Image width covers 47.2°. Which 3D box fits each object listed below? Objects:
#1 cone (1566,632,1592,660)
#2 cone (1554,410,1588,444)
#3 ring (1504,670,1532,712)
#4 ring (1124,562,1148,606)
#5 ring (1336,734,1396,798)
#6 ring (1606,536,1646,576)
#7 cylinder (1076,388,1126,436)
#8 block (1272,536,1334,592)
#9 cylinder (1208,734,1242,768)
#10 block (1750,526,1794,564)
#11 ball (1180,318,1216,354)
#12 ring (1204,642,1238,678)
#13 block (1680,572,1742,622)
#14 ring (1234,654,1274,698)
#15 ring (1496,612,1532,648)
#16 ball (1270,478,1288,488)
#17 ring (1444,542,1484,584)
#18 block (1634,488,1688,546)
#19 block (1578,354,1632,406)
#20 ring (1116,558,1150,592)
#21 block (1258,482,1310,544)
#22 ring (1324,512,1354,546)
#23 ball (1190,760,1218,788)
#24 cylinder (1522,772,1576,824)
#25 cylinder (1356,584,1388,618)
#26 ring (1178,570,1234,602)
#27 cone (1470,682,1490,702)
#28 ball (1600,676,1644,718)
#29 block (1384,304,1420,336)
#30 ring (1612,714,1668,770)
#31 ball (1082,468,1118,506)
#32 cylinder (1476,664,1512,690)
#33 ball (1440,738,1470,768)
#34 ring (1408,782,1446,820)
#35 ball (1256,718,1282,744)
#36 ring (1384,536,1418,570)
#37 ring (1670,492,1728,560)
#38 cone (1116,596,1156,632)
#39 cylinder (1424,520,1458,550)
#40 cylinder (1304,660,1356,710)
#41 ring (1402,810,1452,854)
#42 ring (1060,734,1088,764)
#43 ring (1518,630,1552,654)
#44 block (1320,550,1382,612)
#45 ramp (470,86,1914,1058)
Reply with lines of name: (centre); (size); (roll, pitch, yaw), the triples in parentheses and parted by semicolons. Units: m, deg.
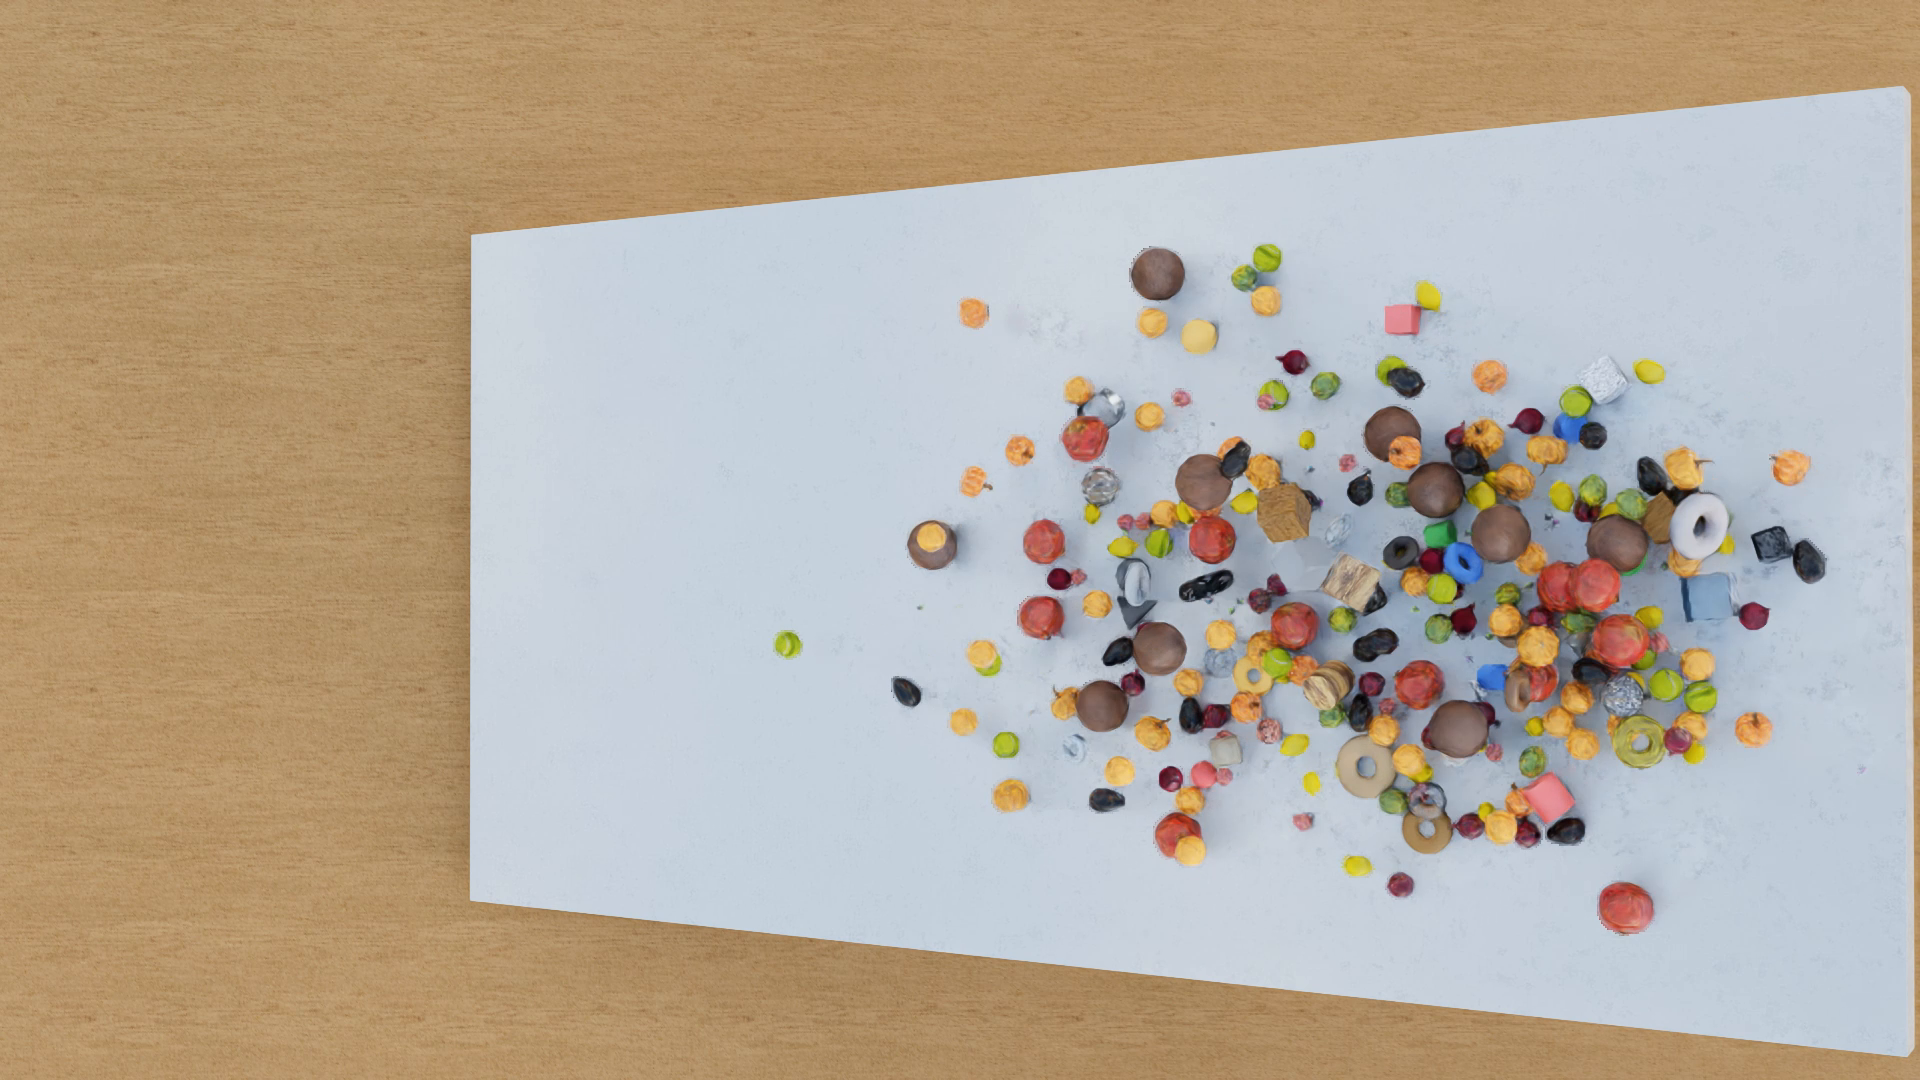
cone: (1.361, 0.242, 4.823); (0.057, 0.057, 0.057); (0, 62, 0)
cone: (1.337, -0.250, 4.857); (0.077, 0.077, 0.077); (0, 89, 31)
ring: (1.201, 0.327, 4.734); (0.031, 0.092, 0.092); (0, 89, 40)
ring: (0.431, 0.108, 5.355); (0.037, 0.111, 0.111); (3, 89, 22)
ring: (0.944, 0.526, 5.105); (0.149, 0.050, 0.149); (-1, 88, 33)
ring: (1.457, 0.035, 4.809); (0.087, 0.029, 0.087); (-2, 86, 28)
cylinder: (0.351, -0.316, 5.451); (0.088, 0.088, 0.088); (-36, 90, 27)
block: (0.797, 0.055, 5.100); (0.090, 0.090, 0.090); (-2, 51, -34)
cylinder: (0.634, 0.504, 5.246); (0.069, 0.069, 0.069); (-11, 89, 8)
block: (1.712, 0.011, 4.633); (0.060, 0.060, 0.060); (-22, 72, 29)
ball: (0.577, -0.491, 5.316); (0.087, 0.087, 0.087); (0, 89, 0)
ring: (0.630, 0.291, 5.311); (0.087, 0.029, 0.087); (0, 90, 32)
block: (1.599, 0.121, 4.684); (0.095, 0.095, 0.095); (-9, 84, 31)
ring: (0.704, 0.324, 5.262); (0.105, 0.035, 0.105); (0, 91, 30)
ring: (1.242, 0.203, 4.934); (0.083, 0.028, 0.083); (-7, 79, 39)
ball: (0.760, -0.122, 5.223); (0.050, 0.050, 0.050); (0, 89, 0)
ring: (1.128, 0.052, 4.927); (0.102, 0.034, 0.102); (12, 61, -22)
block: (1.522, -0.051, 4.723); (0.084, 0.084, 0.084); (-48, 64, 37)
block: (1.410, -0.349, 4.810); (0.076, 0.076, 0.076); (-36, 71, 20)
ring: (0.428, 0.088, 5.435); (0.091, 0.030, 0.091); (-1, 89, 30)
block: (0.734, -0.061, 4.983); (0.090, 0.090, 0.090); (-12, 50, 28)
ring: (0.884, -0.025, 5.119); (0.029, 0.086, 0.086); (40, 90, 28)
ball: (0.589, 0.567, 5.311); (0.067, 0.067, 0.067); (0, 89, 0)
cylinder: (1.294, 0.565, 4.834); (0.082, 0.082, 0.082); (-36, 84, 0)
cylinder: (0.948, 0.136, 5.098); (0.062, 0.062, 0.062); (-38, 89, 33)
ring: (0.589, 0.109, 5.265); (0.139, 0.139, 0.046); (-21, 91, 0)
cone: (1.191, 0.331, 4.971); (0.055, 0.055, 0.055); (-27, 90, 0)
ball: (1.424, 0.337, 4.726); (0.090, 0.090, 0.090); (0, 89, 0)
block: (1.018, -0.507, 5.062); (0.062, 0.062, 0.062); (1, 90, 31)
ring: (1.454, 0.432, 4.703); (0.117, 0.039, 0.117); (-1, 80, 4)
ball: (0.347, -0.131, 5.450); (0.092, 0.092, 0.092); (0, 89, 0)
cylinder: (1.199, 0.307, 4.923); (0.059, 0.059, 0.059); (0, 89, -21)
ball: (1.124, 0.482, 4.986); (0.067, 0.067, 0.067); (0, 89, 0)
ring: (1.064, 0.593, 5.004); (0.088, 0.029, 0.088); (-1, 77, 3)
ball: (0.735, 0.454, 5.226); (0.061, 0.061, 0.061); (0, 89, 0)
ring: (1.000, 0.029, 4.990); (0.087, 0.087, 0.029); (-50, 126, 0)
ring: (1.551, -0.029, 4.614); (0.146, 0.049, 0.146); (-7, 106, -26)
cone: (0.444, 0.166, 5.417); (0.093, 0.093, 0.093); (-20, 90, 2)
cylinder: (1.096, -0.011, 5.012); (0.057, 0.057, 0.057); (-14, 89, 33)
cylinder: (0.859, 0.336, 5.118); (0.088, 0.088, 0.088); (-32, 89, -43)
ring: (1.069, 0.661, 5.034); (0.117, 0.039, 0.117); (-1, 89, 28)
ring: (0.287, 0.524, 5.520); (0.076, 0.025, 0.076); (1, 91, 32)
ring: (1.277, 0.226, 4.877); (0.075, 0.075, 0.025); (13, 53, 0)
block: (0.865, 0.090, 4.867); (0.095, 0.095, 0.095); (28, 97, 2)
ramp: (0.264, 0.073, 5.611); (4.000, 0.100, 2.000); (0, 89, 31)
